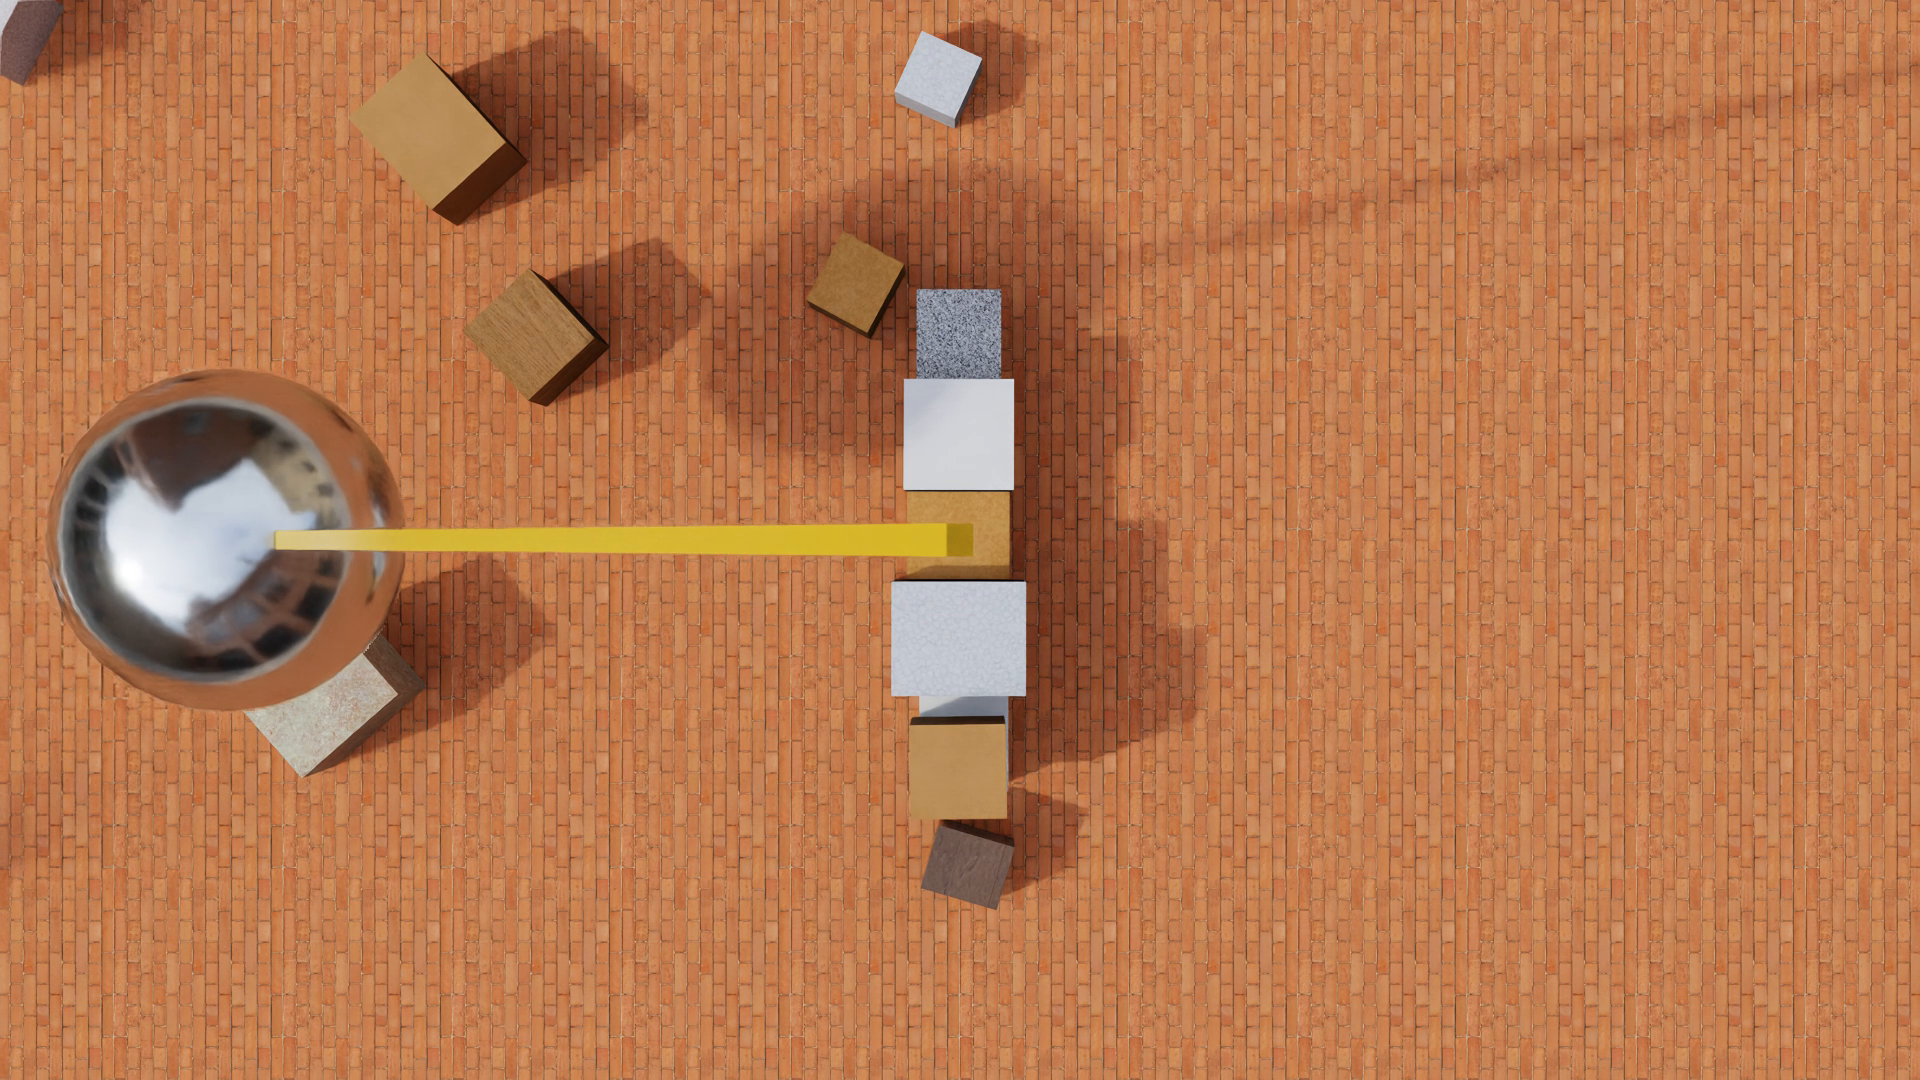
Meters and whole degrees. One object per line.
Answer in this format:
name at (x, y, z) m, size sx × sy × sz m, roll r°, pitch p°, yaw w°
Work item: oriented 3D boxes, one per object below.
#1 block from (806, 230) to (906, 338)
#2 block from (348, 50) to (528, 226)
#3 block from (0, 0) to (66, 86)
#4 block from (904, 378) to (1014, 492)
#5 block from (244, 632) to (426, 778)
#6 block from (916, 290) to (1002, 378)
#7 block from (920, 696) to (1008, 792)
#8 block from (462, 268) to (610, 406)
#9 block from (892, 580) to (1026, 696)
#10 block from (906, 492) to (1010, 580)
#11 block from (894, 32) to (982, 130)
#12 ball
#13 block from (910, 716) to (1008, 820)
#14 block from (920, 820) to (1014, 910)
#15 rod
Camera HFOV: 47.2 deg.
block at (-0.600, -1.476, 12.786) m, size 0.398 × 0.428 × 0.447 m, roll 28°, pitch 90°, yaw 0°
block at (-2.994, -2.302, 12.675) m, size 0.565 × 0.649 × 0.696 m, roll -42°, pitch 90°, yaw 0°
block at (-5.652, -3.044, 12.734) m, size 0.541 × 0.531 × 0.532 m, roll 28°, pitch 90°, yaw 0°
block at (-0.006, -0.594, 12.676) m, size 0.619 × 0.649 × 0.623 m, roll 0°, pitch 90°, yaw 0°
block at (-3.622, 0.866, 12.658) m, size 0.715 × 0.683 × 0.622 m, roll -41°, pitch 90°, yaw 0°
block at (-0.006, -1.174, 12.777) m, size 0.482 × 0.446 × 0.514 m, roll 0°, pitch 90°, yaw 0°
block at (0.023, 1.160, 12.776) m, size 0.507 × 0.449 × 0.550 m, roll 0°, pitch 90°, yaw 0°
block at (-2.441, -1.163, 12.716) m, size 0.518 × 0.568 × 0.544 m, roll -43°, pitch 90°, yaw 0°
block at (-0.007, 0.551, 12.626) m, size 0.749 × 0.747 × 0.637 m, roll 0°, pitch 90°, yaw 0°
block at (-0.010, -0.026, 12.725) m, size 0.580 × 0.551 × 0.495 m, roll 0°, pitch 90°, yaw 0°
block at (-0.125, -2.682, 12.838) m, size 0.383 × 0.324 × 0.383 m, roll 24°, pitch 90°, yaw 0°
ball at (-3.407, 0.000, 10.271) m, size 1.600 × 1.600 × 1.600 m, roll 0°, pitch 90°, yaw 0°
block at (-0.009, 1.263, 12.260) m, size 0.524 × 0.583 × 0.514 m, roll -1°, pitch 90°, yaw 0°
block at (0.045, 1.880, 12.806) m, size 0.454 × 0.387 × 0.376 m, roll 16°, pitch 90°, yaw 0°
rod at (-1.476, 0.000, 7.472) m, size 0.080 × 5.200 × 0.080 m, roll 0°, pitch 90°, yaw -35°
